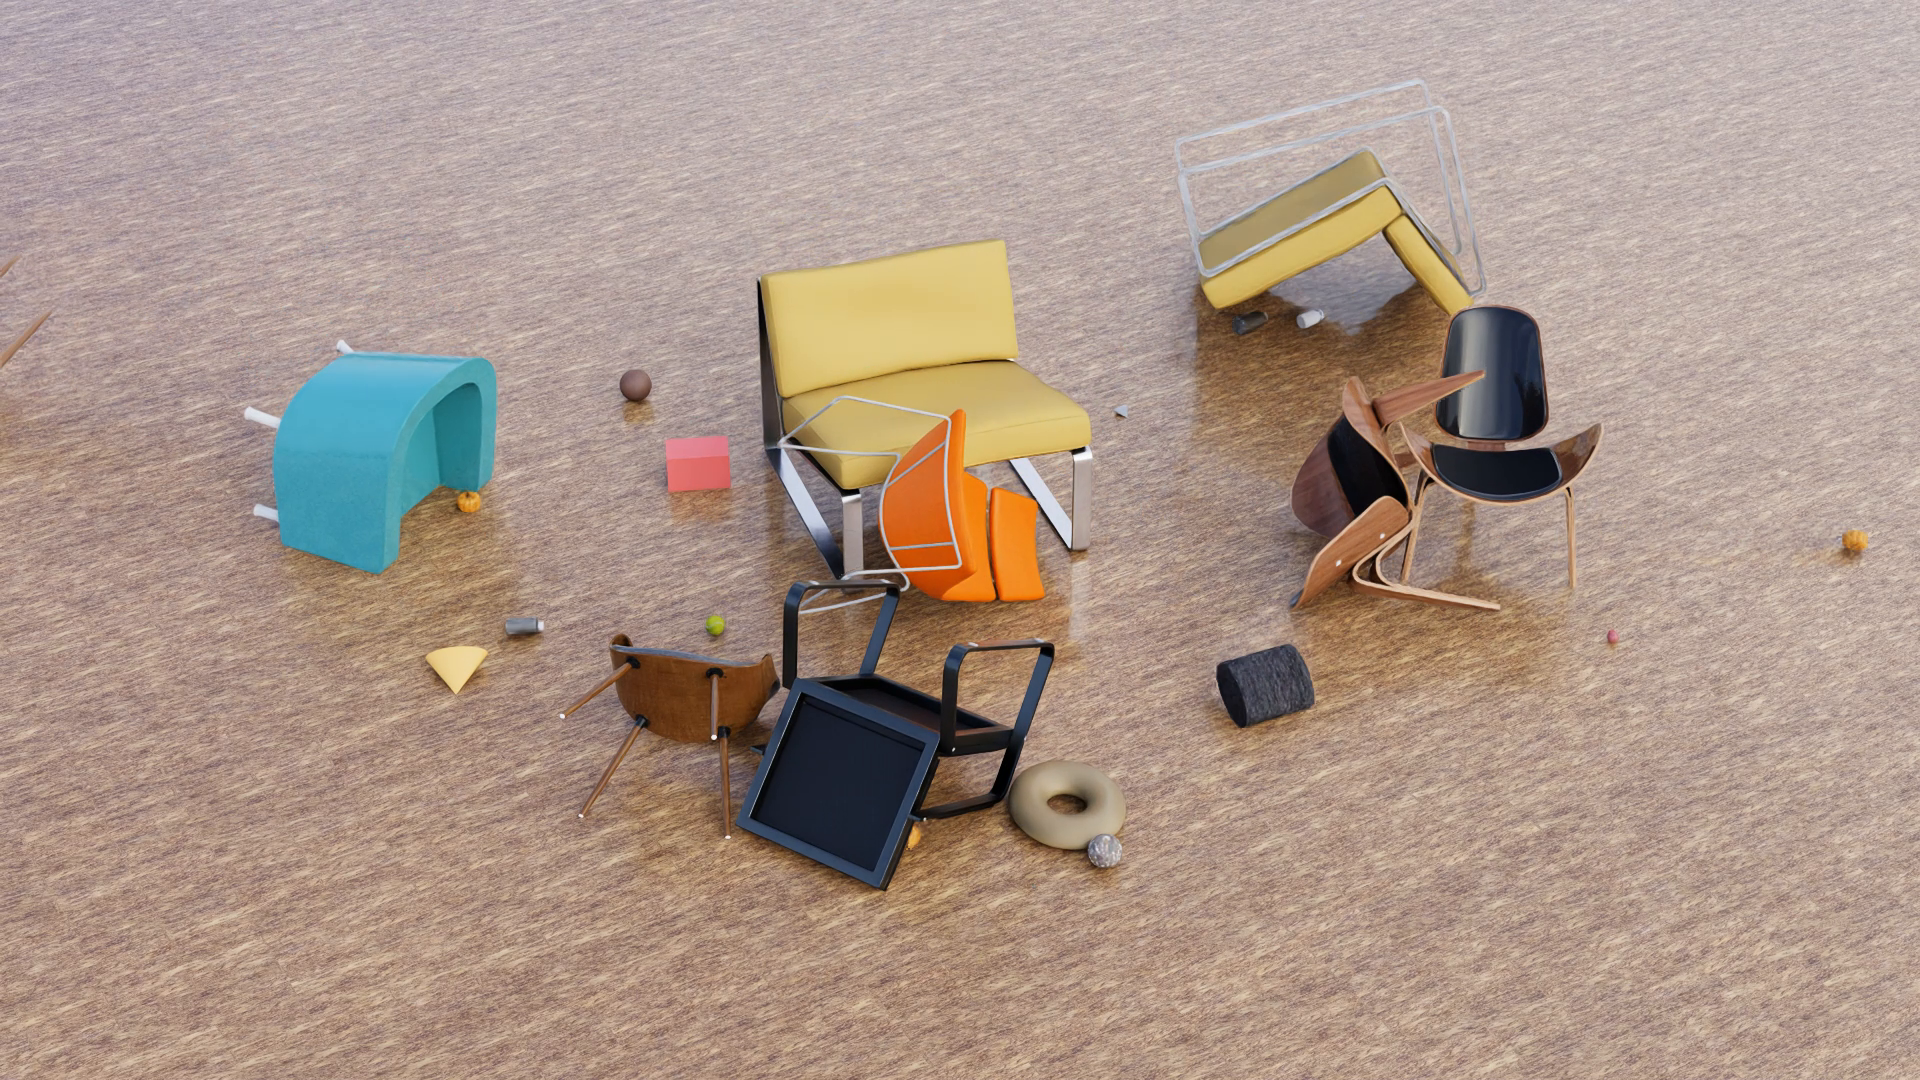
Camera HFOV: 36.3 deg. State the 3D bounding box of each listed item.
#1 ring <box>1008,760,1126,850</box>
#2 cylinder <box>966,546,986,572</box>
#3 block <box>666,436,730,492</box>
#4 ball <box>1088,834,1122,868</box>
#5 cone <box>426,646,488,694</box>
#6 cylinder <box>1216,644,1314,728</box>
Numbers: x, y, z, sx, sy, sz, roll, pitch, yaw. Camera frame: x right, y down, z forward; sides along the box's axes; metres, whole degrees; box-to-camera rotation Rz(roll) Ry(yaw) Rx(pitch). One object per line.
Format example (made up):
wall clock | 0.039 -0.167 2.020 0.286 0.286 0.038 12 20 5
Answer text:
ring | 0.349 0.861 9.555 0.374 0.092 0.429 -15 37 -20
cylinder | 0.060 0.069 10.791 0.082 0.043 0.093 24 30 -15
block | -1.006 -0.293 11.258 0.238 0.145 0.146 -4 34 -6
ball | 0.462 0.991 9.340 0.111 0.111 0.111 0 33 0
cone | -1.750 0.469 10.187 0.217 0.102 0.170 -6 50 -2
cylinder | 1.043 0.496 10.020 0.265 0.161 0.235 -15 72 -21
